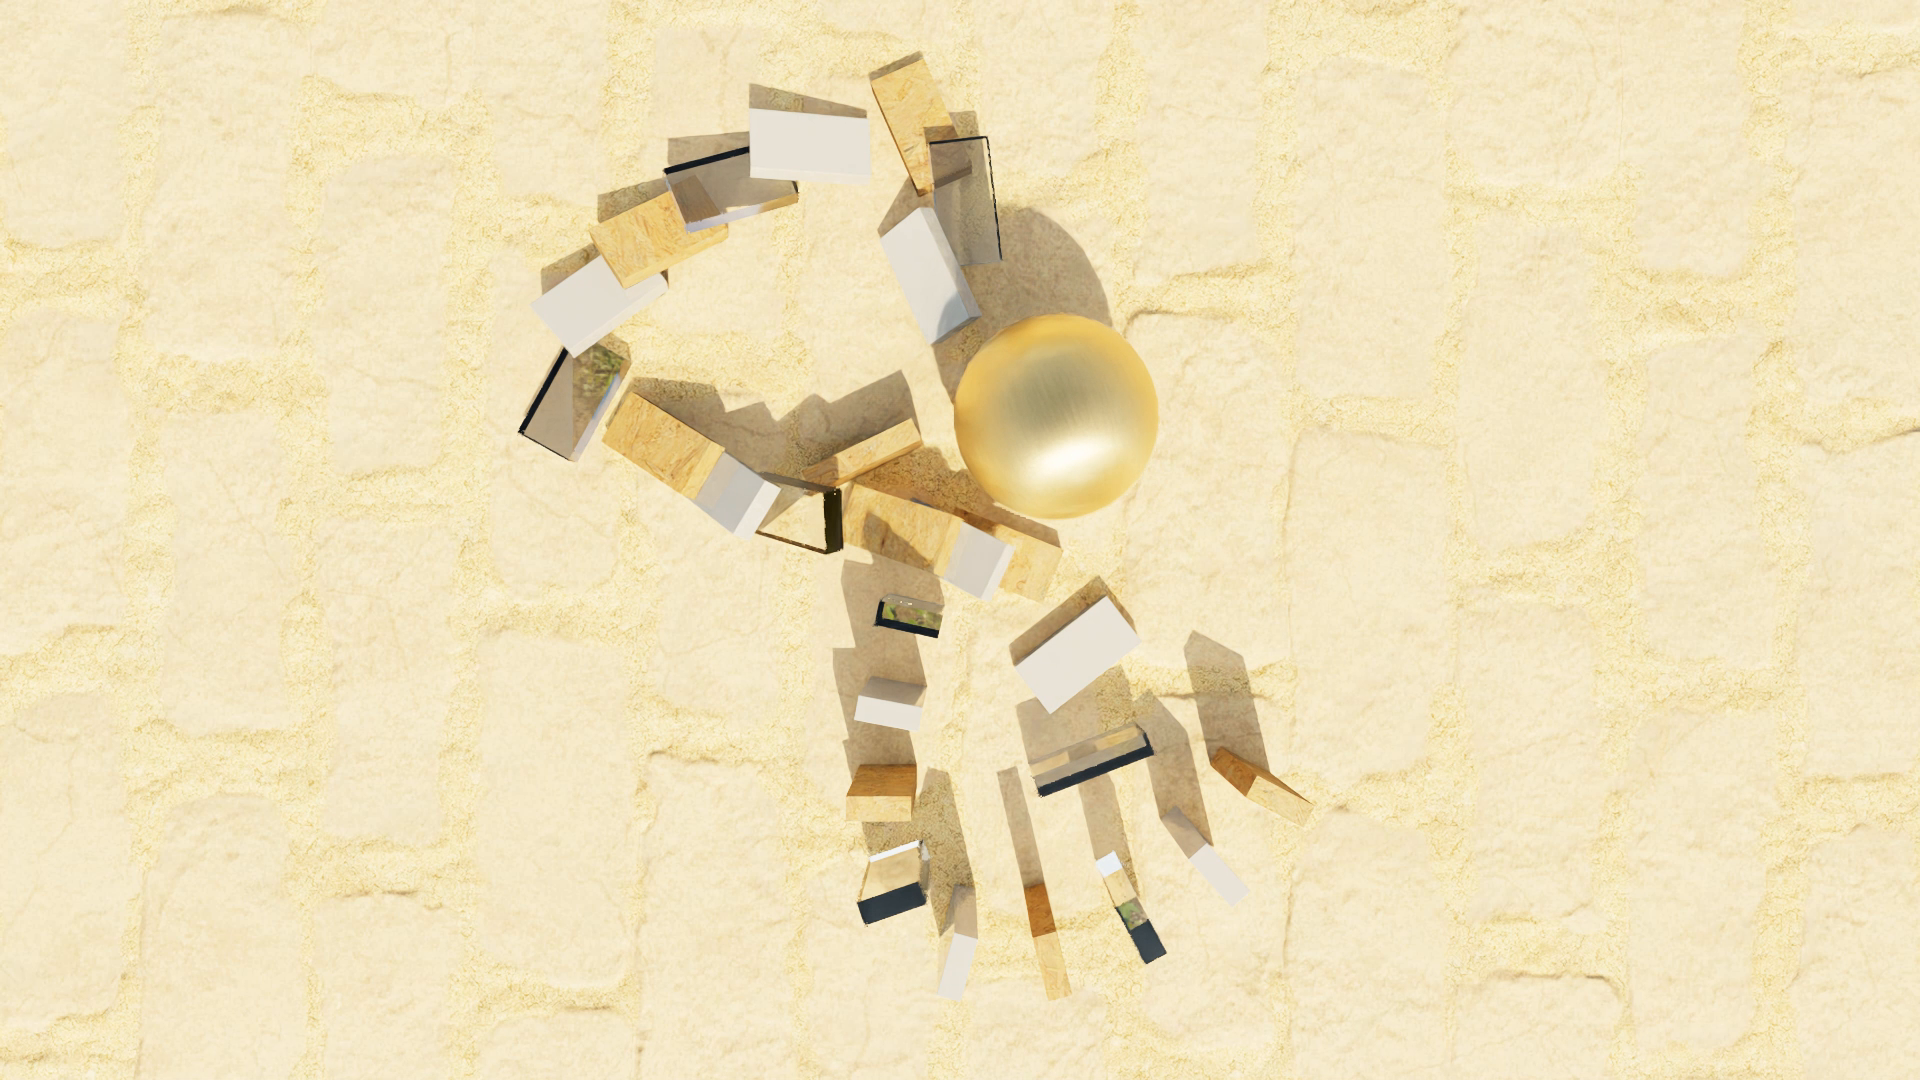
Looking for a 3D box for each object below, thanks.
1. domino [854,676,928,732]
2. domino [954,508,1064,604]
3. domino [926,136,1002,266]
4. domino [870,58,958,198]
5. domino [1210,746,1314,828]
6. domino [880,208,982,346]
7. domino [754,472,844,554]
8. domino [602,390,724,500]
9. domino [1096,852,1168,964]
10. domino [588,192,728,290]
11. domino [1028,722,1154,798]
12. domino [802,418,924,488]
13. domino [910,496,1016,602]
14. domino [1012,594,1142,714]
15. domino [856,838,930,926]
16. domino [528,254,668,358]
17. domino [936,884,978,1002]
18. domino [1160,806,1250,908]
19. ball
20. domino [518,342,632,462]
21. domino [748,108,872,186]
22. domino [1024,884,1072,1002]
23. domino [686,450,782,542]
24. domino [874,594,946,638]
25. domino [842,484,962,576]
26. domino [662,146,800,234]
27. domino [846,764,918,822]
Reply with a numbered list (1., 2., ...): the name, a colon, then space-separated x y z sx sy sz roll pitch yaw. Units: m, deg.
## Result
1. domino: -0.027 0.066 0.375 0.025 0.050 0.010 11 90 0
2. domino: 0.017 0.007 0.395 0.050 0.010 0.025 22 90 0
3. domino: 0.002 -0.143 0.389 0.025 0.009 0.050 -8 102 -4
4. domino: -0.017 -0.177 0.395 0.025 0.009 0.050 -24 90 0
5. domino: 0.122 0.100 0.375 0.025 0.050 0.009 28 90 0
6. domino: -0.013 -0.111 0.389 0.025 0.010 0.050 -25 90 38
7. domino: -0.069 -0.012 0.377 0.050 0.009 0.025 14 112 40
8. domino: -0.126 -0.040 0.386 0.050 0.010 0.025 31 90 22
9. domino: 0.069 0.149 0.375 0.010 0.050 0.025 -28 90 0
10. domino: -0.127 -0.130 0.389 0.050 0.009 0.025 -33 90 -16
11. domino: 0.055 0.092 0.388 0.050 0.025 0.010 -21 90 0
12. domino: -0.040 -0.035 0.388 0.050 0.025 0.009 -26 90 0
13. domino: -0.004 0.004 0.383 0.050 0.010 0.025 27 92 27
14. domino: 0.050 0.049 0.395 0.050 0.009 0.025 -38 90 0
15. domino: -0.026 0.139 0.375 0.025 0.050 0.010 -19 90 0
16. domino: -0.153 -0.103 0.389 0.050 0.010 0.025 -42 90 -14
17. domino: -0.001 0.163 0.375 0.010 0.050 0.025 16 90 0
18. domino: 0.099 0.128 0.375 0.009 0.050 0.025 -42 90 0
19. ball: 0.037 -0.048 0.360 0.080 0.080 0.080 0 90 0
20. domino: -0.166 -0.062 0.395 0.025 0.009 0.050 29 90 0
21. domino: -0.064 -0.166 0.388 0.050 0.010 0.025 -2 87 -15
22. domino: 0.035 0.163 0.375 0.009 0.050 0.025 -14 90 0
23. domino: -0.098 -0.022 0.382 0.050 0.010 0.025 32 91 35
24. domino: -0.020 0.030 0.375 0.025 0.050 0.009 13 90 0
25. domino: -0.026 -0.004 0.384 0.050 0.009 0.025 18 88 27
26. domino: -0.097 -0.150 0.389 0.050 0.010 0.025 -22 90 -16
27. domino: -0.031 0.103 0.375 0.025 0.050 0.010 0 90 0
